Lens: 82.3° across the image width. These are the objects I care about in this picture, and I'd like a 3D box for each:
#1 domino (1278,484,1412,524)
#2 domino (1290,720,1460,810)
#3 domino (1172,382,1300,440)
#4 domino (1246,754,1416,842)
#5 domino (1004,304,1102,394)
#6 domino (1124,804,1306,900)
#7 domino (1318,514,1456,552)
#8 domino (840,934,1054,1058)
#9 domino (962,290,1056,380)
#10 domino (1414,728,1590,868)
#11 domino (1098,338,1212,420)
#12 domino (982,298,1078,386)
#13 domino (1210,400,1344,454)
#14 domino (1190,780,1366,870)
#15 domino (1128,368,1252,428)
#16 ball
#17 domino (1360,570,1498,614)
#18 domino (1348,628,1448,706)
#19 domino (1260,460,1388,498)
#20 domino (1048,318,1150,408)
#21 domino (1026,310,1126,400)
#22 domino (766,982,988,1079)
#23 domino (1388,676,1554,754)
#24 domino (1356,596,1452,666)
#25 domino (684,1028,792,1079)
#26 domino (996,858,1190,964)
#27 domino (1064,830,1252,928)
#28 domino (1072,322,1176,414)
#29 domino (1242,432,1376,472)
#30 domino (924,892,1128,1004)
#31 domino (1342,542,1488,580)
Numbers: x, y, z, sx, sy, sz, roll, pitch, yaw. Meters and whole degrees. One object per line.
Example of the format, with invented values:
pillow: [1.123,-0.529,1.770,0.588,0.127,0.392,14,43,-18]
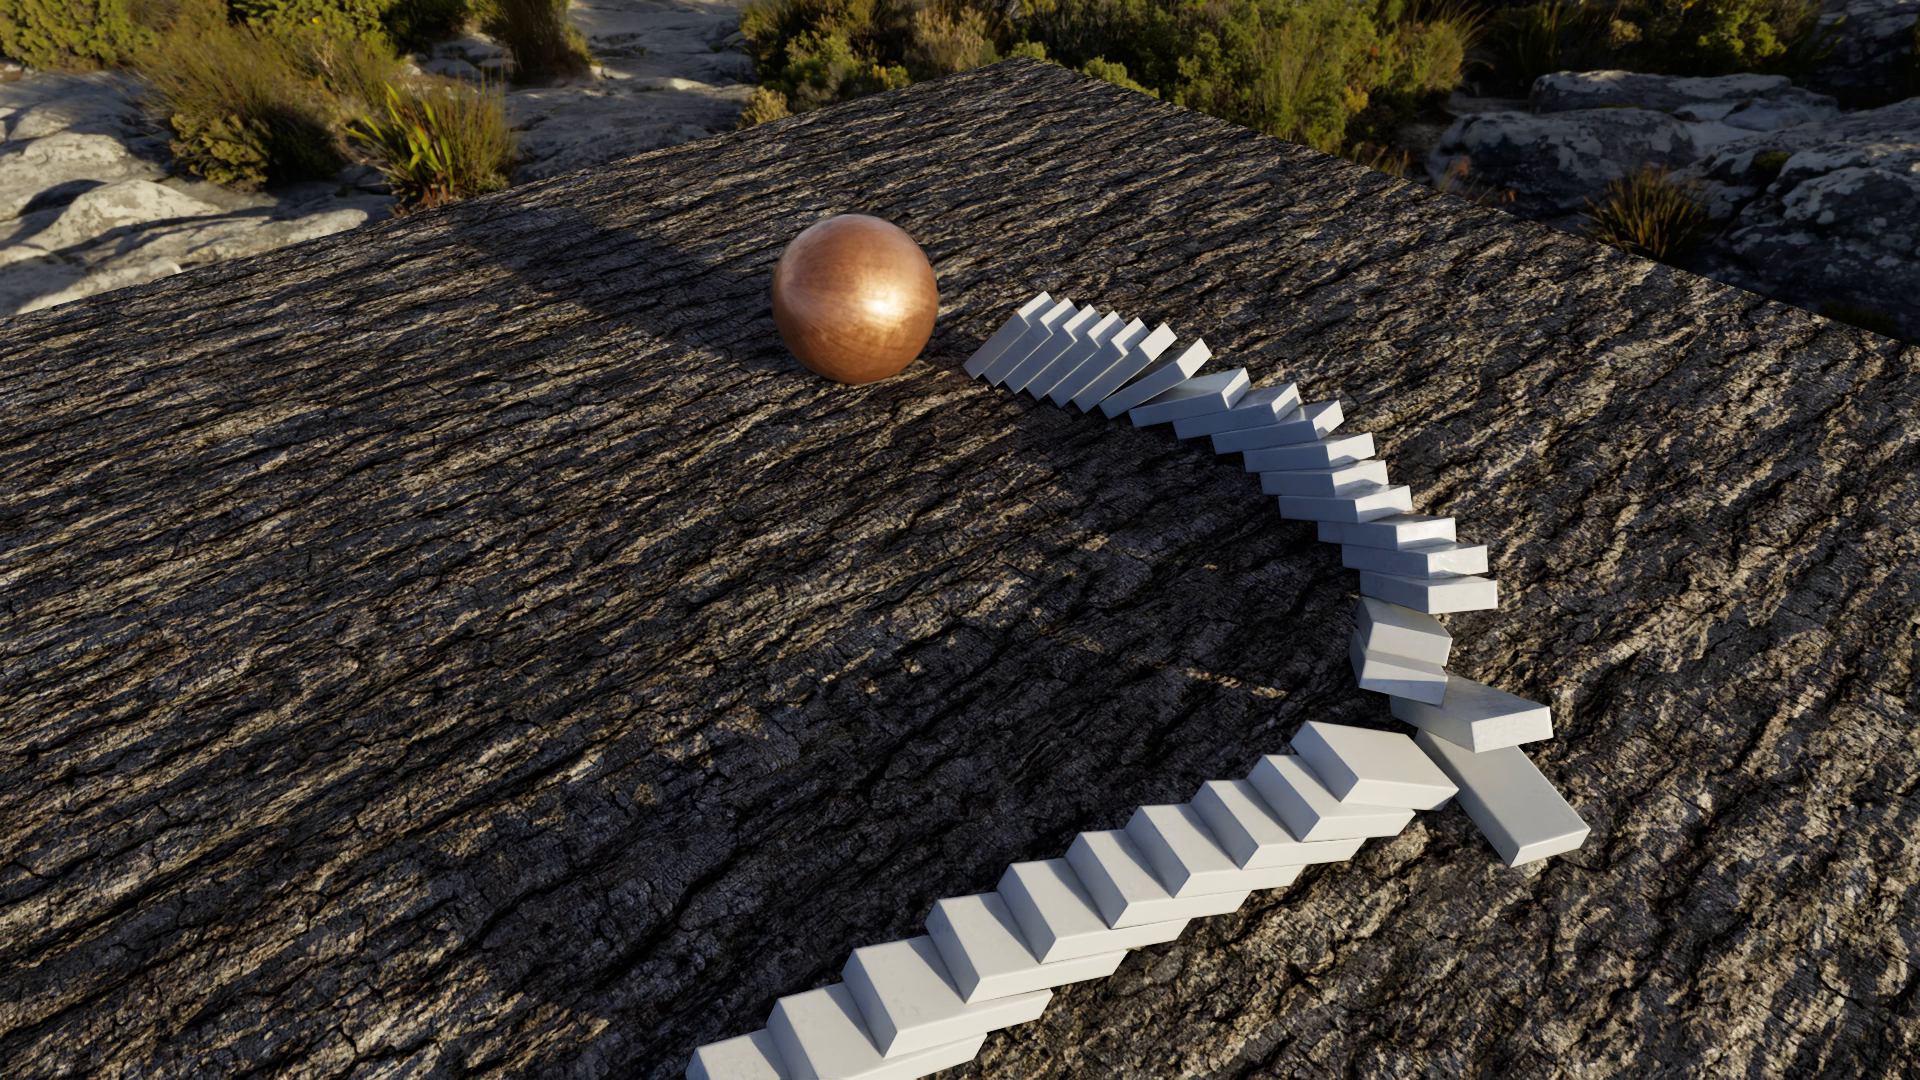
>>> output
domino: [0.153,-0.015,0.441,0.025,0.010,0.050,-14,8,-16]
domino: [0.128,0.070,0.339,0.050,0.010,0.025,12,28,-33]
domino: [0.124,-0.058,0.494,0.050,0.010,0.025,-6,23,44]
domino: [0.112,0.077,0.331,0.050,0.010,0.025,9,30,-38]
domino: [0.044,-0.091,0.526,0.009,0.050,0.025,50,50,-3]
domino: [0.074,0.088,0.317,0.050,0.009,0.025,8,30,-36]
domino: [0.164,-0.004,0.425,0.025,0.010,0.050,-7,6,-15]
domino: [-0.003,0.115,0.285,0.050,0.009,0.025,5,29,-38]
domino: [0.024,-0.099,0.537,0.009,0.050,0.025,50,50,-3]
domino: [0.170,0.077,0.349,0.025,0.009,0.050,-10,40,-12]
domino: [0.090,-0.074,0.509,0.050,0.010,0.025,-25,14,49]
domino: [0.034,-0.095,0.531,0.009,0.050,0.025,50,50,-3]
domino: [0.139,-0.049,0.483,0.050,0.009,0.025,-5,21,47]
domino: [0.094,0.083,0.325,0.050,0.009,0.025,8,31,-36]
domino: [0.105,-0.065,0.504,0.050,0.009,0.025,-6,27,44]
ball: [-0.050,-0.115,0.529,0.080,0.080,0.080,0,39,0]
domino: [0.170,0.017,0.401,0.025,0.009,0.050,-5,6,-6]
domino: [0.147,0.042,0.373,0.025,0.010,0.050,12,10,14]
domino: [0.149,-0.026,0.454,0.025,0.010,0.050,-14,8,-16]
domino: [0.065,-0.083,0.516,0.009,0.050,0.025,50,51,-3]
domino: [0.054,-0.087,0.521,0.009,0.050,0.025,50,50,-3]
domino: [-0.020,0.123,0.276,0.050,0.009,0.025,4,30,-40]
domino: [0.162,0.055,0.352,0.025,0.009,0.050,-10,5,-5]
domino: [0.155,0.031,0.386,0.025,0.009,0.050,12,10,14]
domino: [-0.038,0.131,0.267,0.050,0.009,0.025,4,30,-40]
domino: [0.037,0.100,0.304,0.050,0.009,0.025,6,31,-35]
domino: [0.056,0.094,0.311,0.050,0.010,0.025,8,30,-36]
domino: [0.076,-0.080,0.513,0.009,0.050,0.025,50,50,-3]
domino: [0.147,-0.037,0.466,0.025,0.010,0.050,-16,8,-25]
domino: [0.018,0.107,0.296,0.050,0.009,0.025,5,32,-35]
domino: [0.170,0.006,0.414,0.025,0.009,0.050,-7,6,-15]
